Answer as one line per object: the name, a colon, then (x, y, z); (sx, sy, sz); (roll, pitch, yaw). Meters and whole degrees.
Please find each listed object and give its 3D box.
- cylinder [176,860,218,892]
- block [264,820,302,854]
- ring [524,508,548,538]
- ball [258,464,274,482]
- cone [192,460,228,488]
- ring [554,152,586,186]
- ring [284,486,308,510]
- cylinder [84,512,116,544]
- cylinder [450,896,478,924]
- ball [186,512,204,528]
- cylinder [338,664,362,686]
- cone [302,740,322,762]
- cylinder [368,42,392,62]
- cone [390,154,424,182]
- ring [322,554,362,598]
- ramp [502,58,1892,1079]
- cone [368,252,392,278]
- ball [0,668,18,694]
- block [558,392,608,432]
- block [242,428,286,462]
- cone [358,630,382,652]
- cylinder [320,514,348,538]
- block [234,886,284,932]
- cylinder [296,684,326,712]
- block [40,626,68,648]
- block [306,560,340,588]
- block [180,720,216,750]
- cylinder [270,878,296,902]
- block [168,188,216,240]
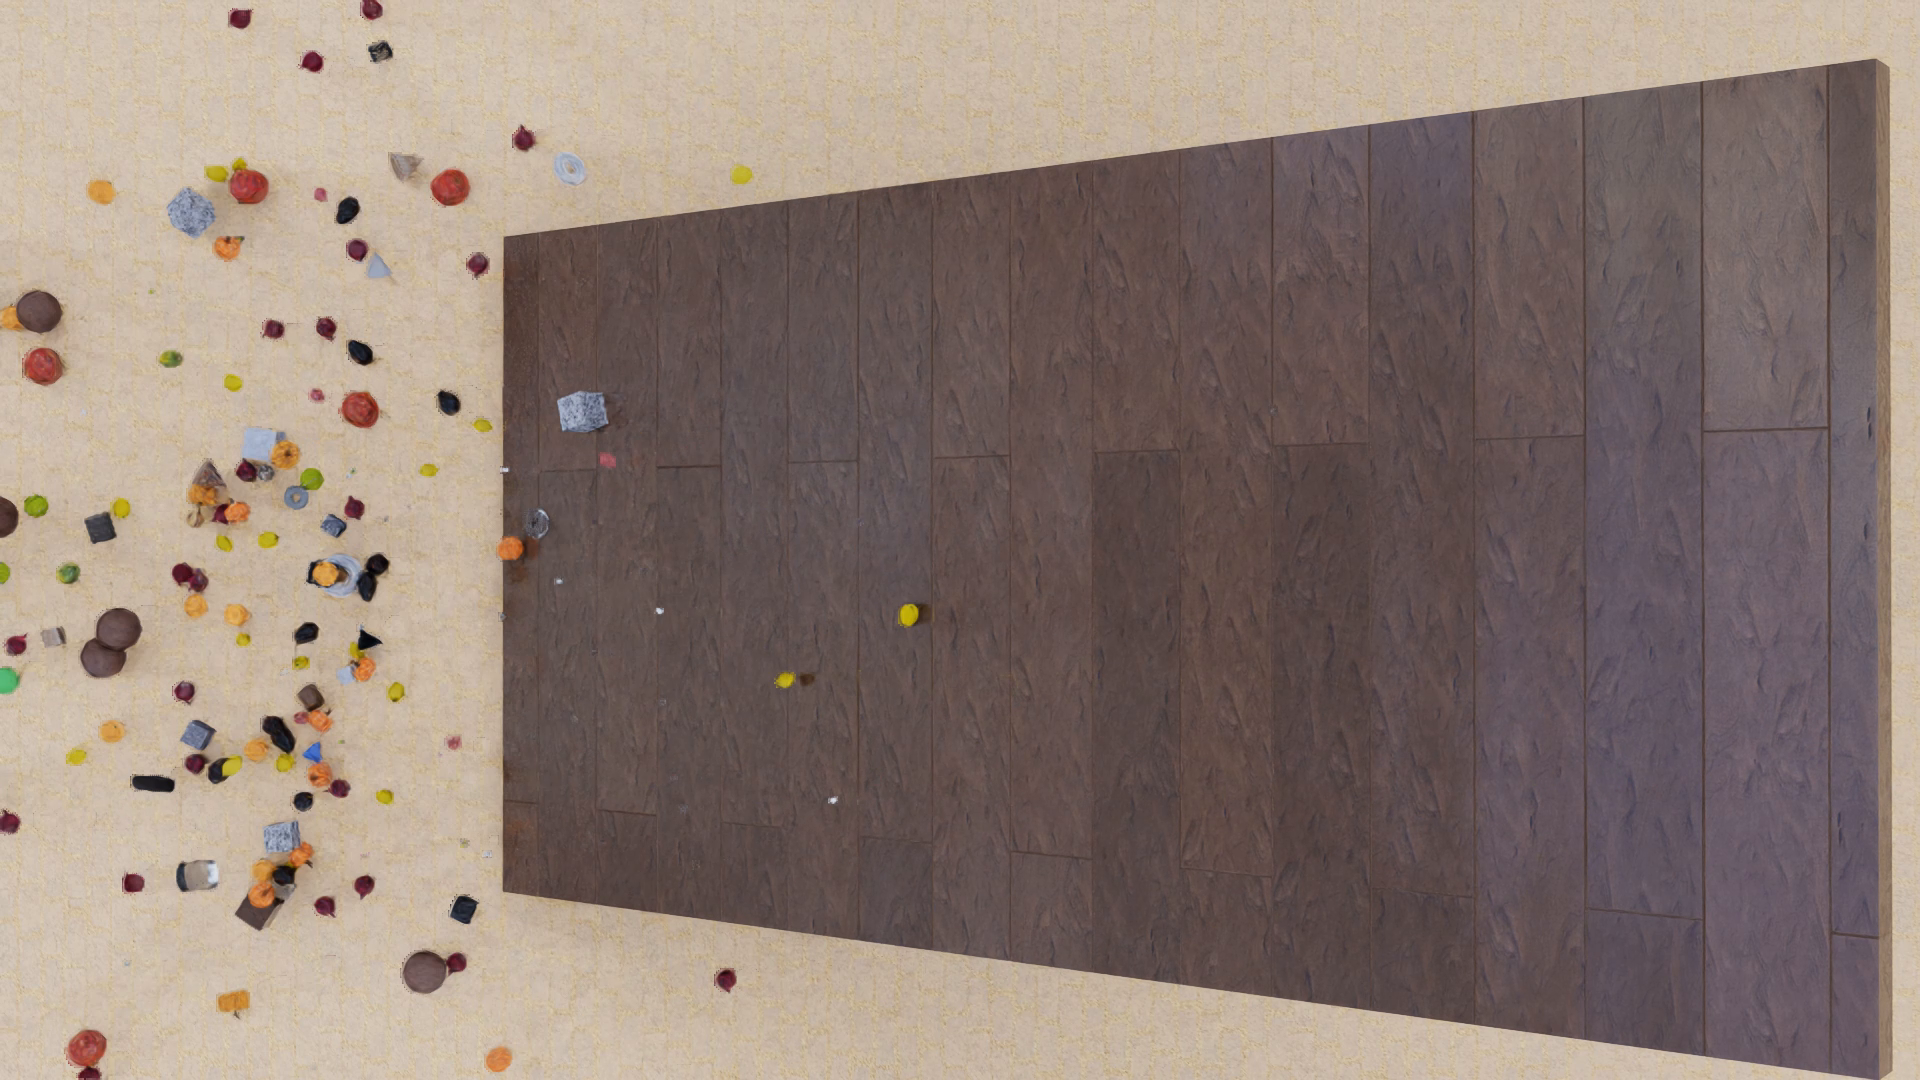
cylinder: (-2.336, 1.028, 6.738); (0.091, 0.091, 0.091); (-7, 90, 5)
block: (-2.079, 0.911, 6.748); (0.083, 0.083, 0.083); (-7, 90, 0)
ring: (-1.271, -0.051, 6.603); (0.092, 0.031, 0.092); (-1, 89, 38)
ball: (-2.138, -0.206, 6.772); (0.050, 0.050, 0.050); (0, 90, 0)
cone: (-2.276, -0.185, 6.711); (0.091, 0.091, 0.091); (35, 90, -27)
ring: (-1.200, -1.140, 6.761); (0.110, 0.037, 0.110); (17, 64, -37)
ring: (-2.047, -0.131, 6.784); (0.077, 0.026, 0.077); (0, 90, -1)
cylinder: (-2.636, -0.037, 6.742); (0.075, 0.075, 0.075); (-11, 105, 0)
cylinder: (-1.524, 1.135, 6.754); (0.065, 0.065, 0.065); (23, 89, 0)
ball: (-2.354, -0.062, 6.770); (0.051, 0.051, 0.051); (0, 90, 0)
cylinder: (-1.876, 0.414, 6.757); (0.050, 0.050, 0.050); (-22, 90, 19)
cone: (-1.986, 0.643, 6.777); (0.060, 0.060, 0.060); (14, 63, 0)
cylinder: (-1.780, -1.499, 6.757); (0.052, 0.052, 0.052); (-15, 90, 8)
cone: (-1.692, -1.161, 6.778); (0.095, 0.095, 0.095); (-26, 90, -23)
ring: (-1.907, 0.109, 6.772); (0.137, 0.046, 0.137); (0, 90, 0)
ramp: (0.230, 0.065, 5.549); (4.000, 0.100, 2.000); (0, 89, 37)
cone: (-1.786, -0.851, 6.742); (0.074, 0.074, 0.074); (-1, 119, 0)
ball: (-2.936, 0.432, 6.751); (0.082, 0.082, 0.082); (0, 90, 0)
block: (-1.104, -0.375, 6.439); (0.094, 0.094, 0.094); (-17, 80, 36)
block: (-2.137, -0.291, 6.751); (0.093, 0.093, 0.093); (9, 90, 0)
cone: (-1.803, 0.312, 6.745); (0.067, 0.067, 0.067); (4, 90, -4)
cylinder: (-1.923, -0.043, 6.755); (0.056, 0.056, 0.056); (34, 90, -1)
block: (-2.146, 1.128, 6.741); (0.093, 0.093, 0.093); (33, 90, 0)
cylinder: (-1.994, 0.485, 6.755); (0.060, 0.060, 0.060); (-41, 90, 0)
block: (-2.788, 0.299, 6.768); (0.051, 0.051, 0.051); (-16, 89, 0)
block: (-1.945, 0.103, 6.717); (0.066, 0.066, 0.066); (14, 93, 2)
block: (-2.341, 0.599, 6.758); (0.066, 0.066, 0.066); (28, 90, 0)
cylinder: (-2.078, 1.074, 6.749); (0.060, 0.060, 0.060); (22, 90, -1)
block: (-2.351, -1.000, 6.728); (0.093, 0.093, 0.093); (-41, 51, 14)
